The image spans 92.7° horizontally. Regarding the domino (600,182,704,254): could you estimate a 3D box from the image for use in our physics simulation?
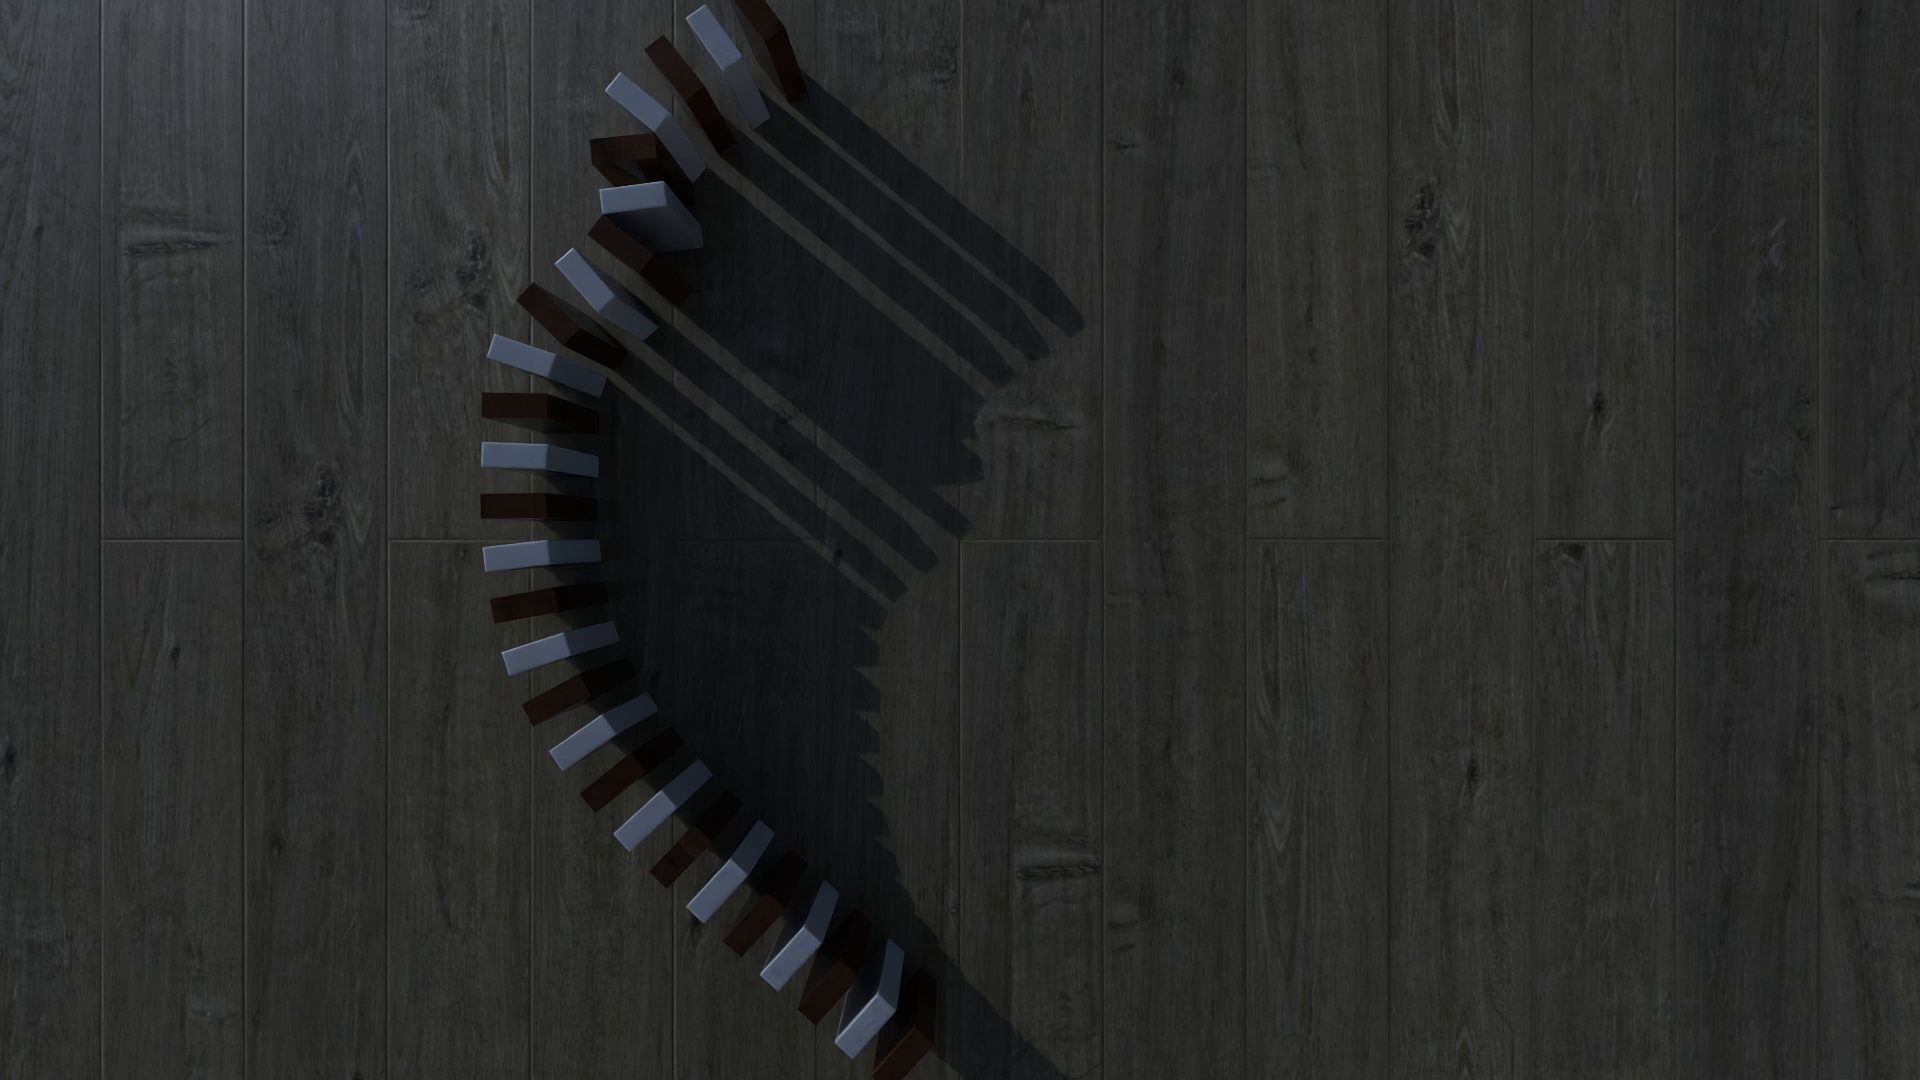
[{"bbox_3d":[-0.125,-0.131,0.375,0.025,0.050,0.009,-7,90,0],"label":"domino"}]

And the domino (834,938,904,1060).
[{"bbox_3d":[-0.036,0.186,0.375,0.010,0.050,0.025,42,90,0],"label":"domino"}]

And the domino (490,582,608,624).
[{"bbox_3d":[-0.166,0.025,0.375,0.025,0.050,0.009,-11,90,0],"label":"domino"}]

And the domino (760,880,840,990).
[{"bbox_3d":[-0.065,0.160,0.375,0.009,0.050,0.025,43,90,0],"label":"domino"}]

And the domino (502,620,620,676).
[{"bbox_3d":[-0.162,0.044,0.375,0.025,0.050,0.010,-18,90,0],"label":"domino"}]

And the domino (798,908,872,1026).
[{"bbox_3d":[-0.050,0.173,0.375,0.009,0.050,0.025,42,90,0],"label":"domino"}]

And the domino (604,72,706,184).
[{"bbox_3d":[-0.123,-0.167,0.375,0.025,0.050,0.010,40,90,0],"label":"domino"}]

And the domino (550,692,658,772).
[{"bbox_3d":[-0.144,0.078,0.375,0.025,0.050,0.009,-35,90,0],"label":"domino"}]

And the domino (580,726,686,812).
[{"bbox_3d":[-0.133,0.093,0.375,0.025,0.050,0.010,-39,90,0],"label":"domino"}]

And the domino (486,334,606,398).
[{"bbox_3d":[-0.167,-0.070,0.375,0.025,0.050,0.009,18,90,0],"label":"domino"}]

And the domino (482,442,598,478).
[{"bbox_3d":[-0.170,-0.032,0.375,0.025,0.050,0.009,2,90,0],"label":"domino"}]

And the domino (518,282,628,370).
[{"bbox_3d":[-0.157,-0.086,0.375,0.025,0.050,0.009,44,90,0],"label":"domino"}]

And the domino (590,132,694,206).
[{"bbox_3d":[-0.129,-0.150,0.375,0.025,0.050,0.010,-6,90,0],"label":"domino"}]

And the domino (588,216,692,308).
[{"bbox_3d":[-0.130,-0.113,0.375,0.025,0.050,0.009,37,90,0],"label":"domino"}]

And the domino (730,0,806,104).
[{"bbox_3d":[-0.078,-0.203,0.375,0.009,0.050,0.025,-37,90,0],"label":"domino"}]

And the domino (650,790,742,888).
[{"bbox_3d":[-0.107,0.121,0.375,0.010,0.050,0.025,44,90,0],"label":"domino"}]

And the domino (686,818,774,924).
[{"bbox_3d":[-0.093,0.134,0.375,0.009,0.050,0.025,43,90,0],"label":"domino"}]

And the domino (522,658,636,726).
[{"bbox_3d":[-0.154,0.061,0.375,0.025,0.050,0.010,-28,90,0],"label":"domino"}]

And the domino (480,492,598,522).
[{"bbox_3d":[-0.171,-0.013,0.375,0.025,0.050,0.010,-1,90,0],"label":"domino"}]

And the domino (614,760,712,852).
[{"bbox_3d":[-0.120,0.107,0.375,0.025,0.050,0.009,-42,90,0],"label":"domino"}]

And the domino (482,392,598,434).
[{"bbox_3d":[-0.170,-0.051,0.375,0.025,0.050,0.009,1,90,0],"label":"domino"}]

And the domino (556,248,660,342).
[{"bbox_3d":[-0.143,-0.099,0.375,0.010,0.050,0.025,-41,90,0],"label":"domino"}]

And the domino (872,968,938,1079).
[{"bbox_3d":[-0.022,0.199,0.375,0.010,0.050,0.025,42,90,0],"label":"domino"}]

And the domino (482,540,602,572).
[{"bbox_3d":[-0.169,0.006,0.375,0.025,0.050,0.010,-7,90,0],"label":"domino"}]

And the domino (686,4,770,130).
[{"bbox_3d":[-0.094,-0.192,0.375,0.010,0.050,0.025,-35,90,0],"label":"domino"}]

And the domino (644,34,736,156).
[{"bbox_3d":[-0.109,-0.180,0.375,0.009,0.050,0.025,-39,90,0],"label":"domino"}]

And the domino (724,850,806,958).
[{"bbox_3d":[-0.079,0.147,0.375,0.009,0.050,0.025,43,90,0],"label":"domino"}]
